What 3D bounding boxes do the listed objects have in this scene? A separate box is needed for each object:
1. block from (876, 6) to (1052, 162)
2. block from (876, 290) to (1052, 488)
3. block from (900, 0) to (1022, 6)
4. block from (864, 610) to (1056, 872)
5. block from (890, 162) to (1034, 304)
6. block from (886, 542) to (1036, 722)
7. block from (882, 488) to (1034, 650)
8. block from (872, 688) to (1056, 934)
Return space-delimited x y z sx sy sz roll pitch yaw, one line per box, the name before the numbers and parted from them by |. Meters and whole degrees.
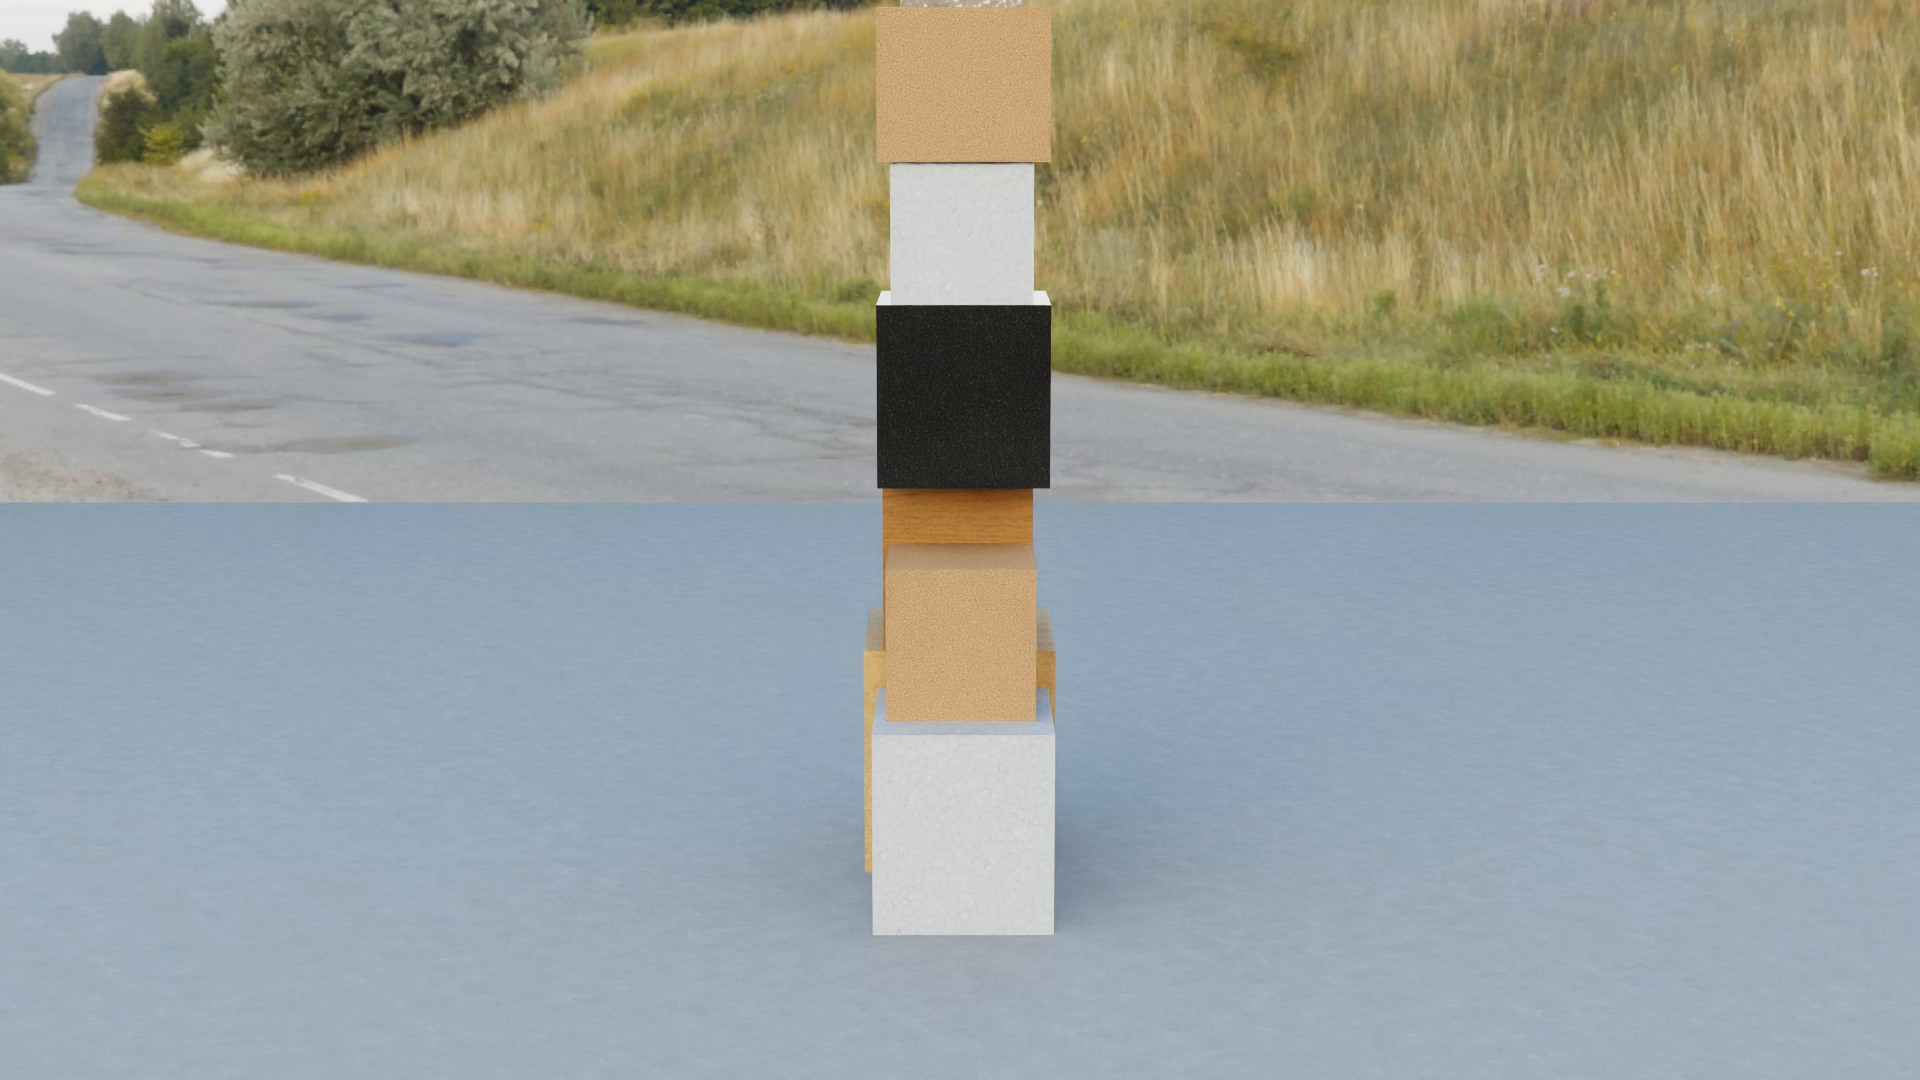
block | 0.014 -1.923 10.831 0.713 0.624 0.721 0 10 0
block | 0.015 -0.659 11.061 0.726 0.770 0.706 0 10 0
block | 0.003 -2.532 10.720 0.497 0.614 0.533 0 10 0
block | -0.002 0.903 11.773 0.841 1.010 0.890 0 10 0
block | 0.009 -1.327 10.939 0.593 0.588 0.667 0 10 0
block | 0.004 0.384 10.908 0.623 0.643 0.610 0 10 0
block | -0.010 0.046 11.504 0.654 0.774 0.663 0 10 0
block | 0.014 1.139 10.930 0.747 0.849 0.833 0 10 0
